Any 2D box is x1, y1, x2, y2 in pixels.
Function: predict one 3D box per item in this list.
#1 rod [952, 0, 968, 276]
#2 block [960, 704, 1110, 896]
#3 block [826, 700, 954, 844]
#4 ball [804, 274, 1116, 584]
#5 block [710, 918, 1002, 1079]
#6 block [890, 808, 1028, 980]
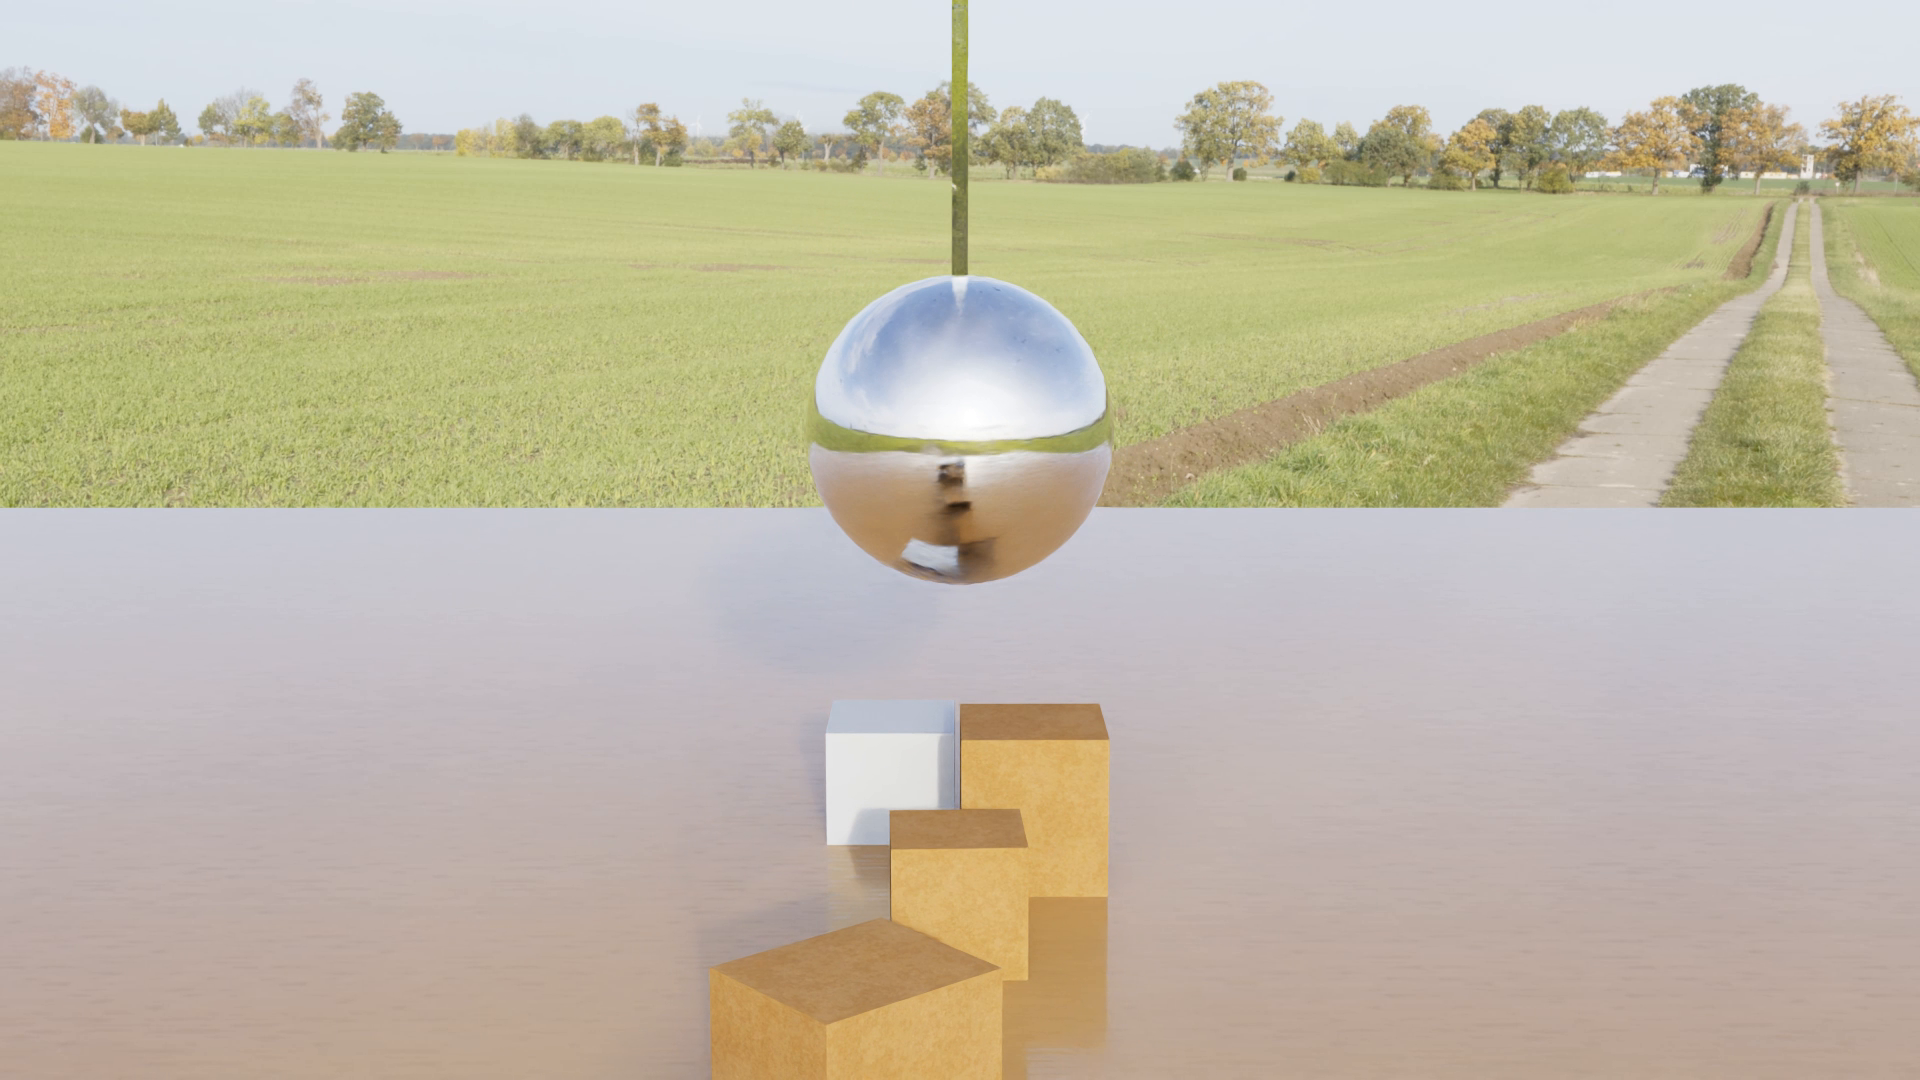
[{"bbox_3d":[0.000,-3.880,10.600,0.080,5.200,0.080,0,13,0],"label":"rod"},{"bbox_3d":[0.347,1.243,10.602,0.689,0.761,0.675,0,10,0],"label":"block"},{"bbox_3d":[-0.350,1.194,11.379,0.644,0.580,0.671,0,10,0],"label":"block"},{"bbox_3d":[0.000,-0.568,11.367,1.600,1.600,1.600,0,10,0],"label":"ball"},{"bbox_3d":[-0.365,1.817,7.752,0.773,0.652,0.673,-9,13,-40],"label":"block"},{"bbox_3d":[-0.012,1.530,9.520,0.577,0.584,0.547,0,10,-2],"label":"block"}]
